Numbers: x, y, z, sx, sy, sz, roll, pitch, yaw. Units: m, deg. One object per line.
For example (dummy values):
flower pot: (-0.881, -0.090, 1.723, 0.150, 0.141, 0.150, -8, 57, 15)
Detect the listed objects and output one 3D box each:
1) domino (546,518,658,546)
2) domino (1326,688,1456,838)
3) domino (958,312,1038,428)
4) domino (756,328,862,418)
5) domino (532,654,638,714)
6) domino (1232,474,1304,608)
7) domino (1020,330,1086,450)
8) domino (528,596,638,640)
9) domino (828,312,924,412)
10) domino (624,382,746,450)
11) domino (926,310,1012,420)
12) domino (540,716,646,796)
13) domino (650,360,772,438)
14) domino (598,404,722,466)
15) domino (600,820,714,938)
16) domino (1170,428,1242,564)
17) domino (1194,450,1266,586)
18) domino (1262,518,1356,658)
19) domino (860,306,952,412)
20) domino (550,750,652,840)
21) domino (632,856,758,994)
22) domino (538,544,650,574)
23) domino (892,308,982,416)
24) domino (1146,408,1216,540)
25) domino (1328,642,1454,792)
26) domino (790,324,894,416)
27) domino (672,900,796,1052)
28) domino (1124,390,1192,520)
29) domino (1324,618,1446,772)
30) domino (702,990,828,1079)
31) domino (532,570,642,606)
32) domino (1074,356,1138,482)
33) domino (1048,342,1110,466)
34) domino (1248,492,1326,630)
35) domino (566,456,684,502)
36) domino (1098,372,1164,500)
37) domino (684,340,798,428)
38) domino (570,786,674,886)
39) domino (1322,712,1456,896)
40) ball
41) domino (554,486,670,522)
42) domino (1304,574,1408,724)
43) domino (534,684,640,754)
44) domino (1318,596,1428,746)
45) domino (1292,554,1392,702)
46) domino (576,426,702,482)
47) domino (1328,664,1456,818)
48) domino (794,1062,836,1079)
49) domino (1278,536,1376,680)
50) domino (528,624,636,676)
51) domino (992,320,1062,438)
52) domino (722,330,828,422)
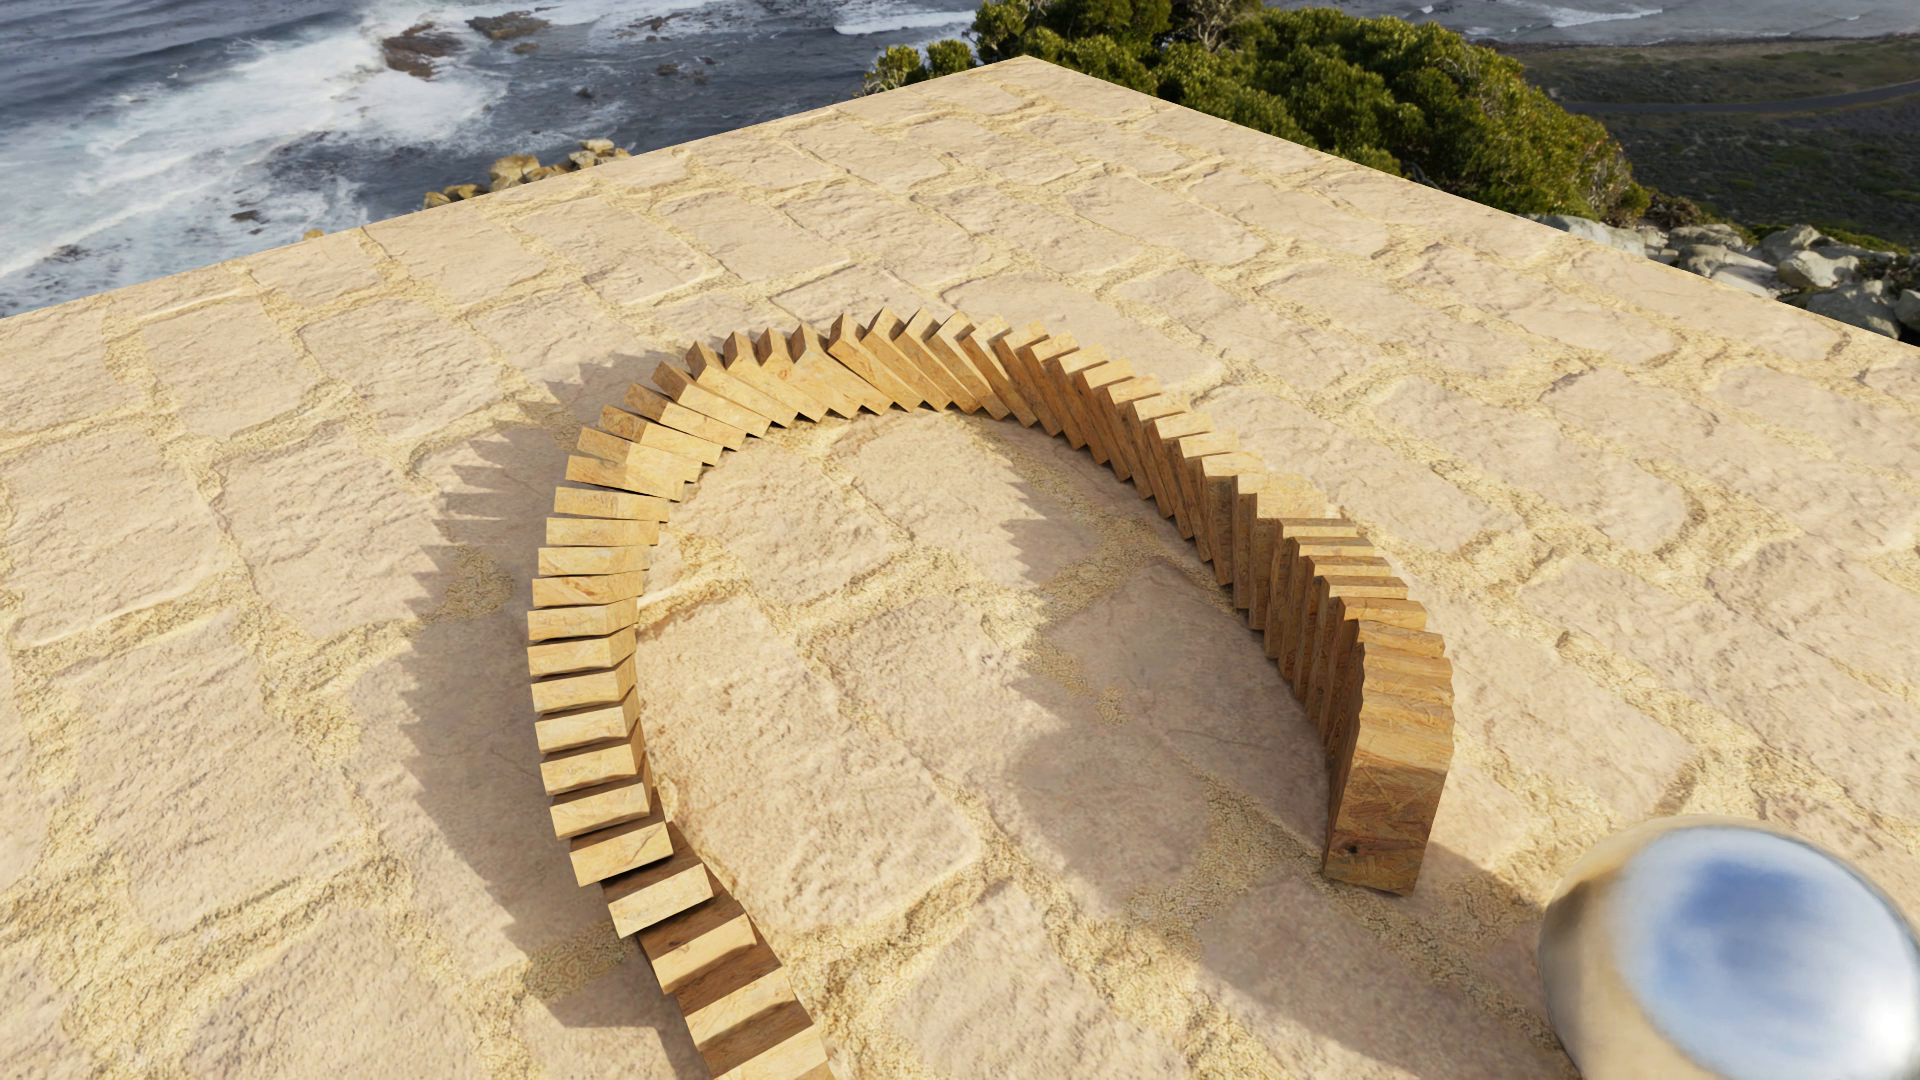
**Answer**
domino: (-0.137, -0.003, 0.424, 0.025, 0.009, 0.050, 2, 1, 3)
domino: (0.126, 0.071, 0.325, 0.025, 0.050, 0.009, 11, 20, 13)
domino: (0.025, -0.080, 0.517, 0.050, 0.009, 0.025, 51, 49, -5)
domino: (-0.070, -0.078, 0.515, 0.050, 0.010, 0.025, 28, 26, -32)
domino: (-0.123, 0.047, 0.364, 0.025, 0.010, 0.050, -8, 2, -10)
domino: (0.117, 0.000, 0.415, 0.025, 0.050, 0.010, -1, -1, -1)
domino: (0.051, -0.069, 0.503, 0.025, 0.009, 0.050, -29, 88, -32)
domino: (-0.132, 0.027, 0.388, 0.025, 0.010, 0.050, -4, 1, -5)
domino: (-0.039, -0.084, 0.522, 0.050, 0.010, 0.025, 35, 31, -26)
domino: (-0.120, -0.054, 0.485, 0.025, 0.010, 0.050, 29, 5, 31)
domino: (0.009, -0.083, 0.520, 0.050, 0.010, 0.025, 46, 44, -11)
domino: (-0.112, 0.066, 0.340, 0.025, 0.010, 0.050, -11, 3, -13)
domino: (-0.112, -0.063, 0.496, 0.025, 0.010, 0.050, 39, 11, 37)
domino: (-0.128, -0.045, 0.474, 0.025, 0.010, 0.050, 23, 3, 25)
domino: (-0.087, 0.093, 0.308, 0.025, 0.010, 0.050, -20, 7, -22)
domino: (0.104, -0.018, 0.442, 0.025, 0.010, 0.050, -11, 79, -13)
domino: (0.110, -0.009, 0.430, 0.025, 0.010, 0.050, -8, 81, -10)
domino: (0.124, 0.017, 0.390, 0.025, 0.050, 0.010, 1, 19, 1)
domino: (-0.023, -0.086, 0.524, 0.050, 0.009, 0.025, 40, 36, -18)
domino: (-0.106, 0.075, 0.329, 0.025, 0.009, 0.050, -13, 3, -14)
domino: (-0.075, 0.103, 0.298, 0.025, 0.009, 0.050, -22, 11, -24)
domino: (-0.136, 0.007, 0.412, 0.025, 0.010, 0.050, 0, 1, 0)
domino: (-0.007, -0.085, 0.523, 0.050, 0.010, 0.025, 42, 40, -14)
domino: (0.097, -0.027, 0.453, 0.025, 0.009, 0.050, -14, 81, -16)
domino: (0.132, 0.058, 0.340, 0.025, 0.050, 0.010, 11, 20, 13)
domino: (-0.056, -0.080, 0.517, 0.050, 0.010, 0.025, 28, 27, -32)
domino: (-0.062, 0.112, 0.286, 0.025, 0.009, 0.050, -21, 10, -22)
domino: (0.090, -0.036, 0.464, 0.025, 0.010, 0.050, -15, 81, -18)
domino: (0.134, 0.052, 0.348, 0.025, 0.050, 0.010, 11, 20, 13)
domino: (-0.053, 0.121, 0.275, 0.025, 0.009, 0.050, -21, 10, -22)
domino: (-0.134, 0.017, 0.400, 0.025, 0.009, 0.050, -2, 1, -3)
domino: (0.072, -0.053, 0.485, 0.025, 0.009, 0.050, -22, 84, -24)
domino: (0.063, -0.061, 0.494, 0.025, 0.009, 0.050, -24, 85, -27)
domino: (0.121, 0.008, 0.406, 0.025, 0.050, 0.010, 1, -1, -1)
domino: (-0.136, -0.025, 0.449, 0.025, 0.009, 0.050, 10, -2, 11)
domino: (0.081, -0.045, 0.475, 0.025, 0.010, 0.050, -19, 83, -22)
domino: (-0.100, -0.071, 0.506, 0.050, 0.009, 0.025, 25, 20, -39)
domino: (-0.098, 0.084, 0.318, 0.025, 0.009, 0.050, -16, 4, -17)
domino: (0.123, 0.077, 0.318, 0.025, 0.050, 0.010, 11, 20, 13)
ball: (0.181, 0.106, 0.259, 0.080, 0.080, 0.080, 0, 39, 0)
domino: (-0.137, -0.014, 0.437, 0.025, 0.010, 0.050, 6, 0, 7)
domino: (0.131, 0.037, 0.366, 0.025, 0.050, 0.010, 1, 20, 2)
domino: (-0.118, 0.056, 0.352, 0.025, 0.010, 0.050, -10, 2, -12)
domino: (0.134, 0.044, 0.358, 0.025, 0.050, 0.010, 4, 20, 4)
domino: (0.129, 0.030, 0.374, 0.025, 0.050, 0.009, 1, 19, 2)
domino: (-0.134, -0.036, 0.462, 0.025, 0.010, 0.050, 18, 1, 20)
domino: (0.130, 0.064, 0.333, 0.025, 0.050, 0.010, 11, 20, 13)
domino: (-0.041, 0.142, 0.270, 0.025, 0.010, 0.050, -22, 44, -25)
domino: (0.127, 0.024, 0.382, 0.025, 0.050, 0.010, 1, 19, 1)
domino: (-0.128, 0.037, 0.375, 0.025, 0.010, 0.050, -6, 2, -7)
domino: (0.039, -0.075, 0.511, 0.025, 0.009, 0.050, -33, 90, -35)
domino: (-0.086, -0.076, 0.512, 0.050, 0.010, 0.025, 28, 24, -32)
